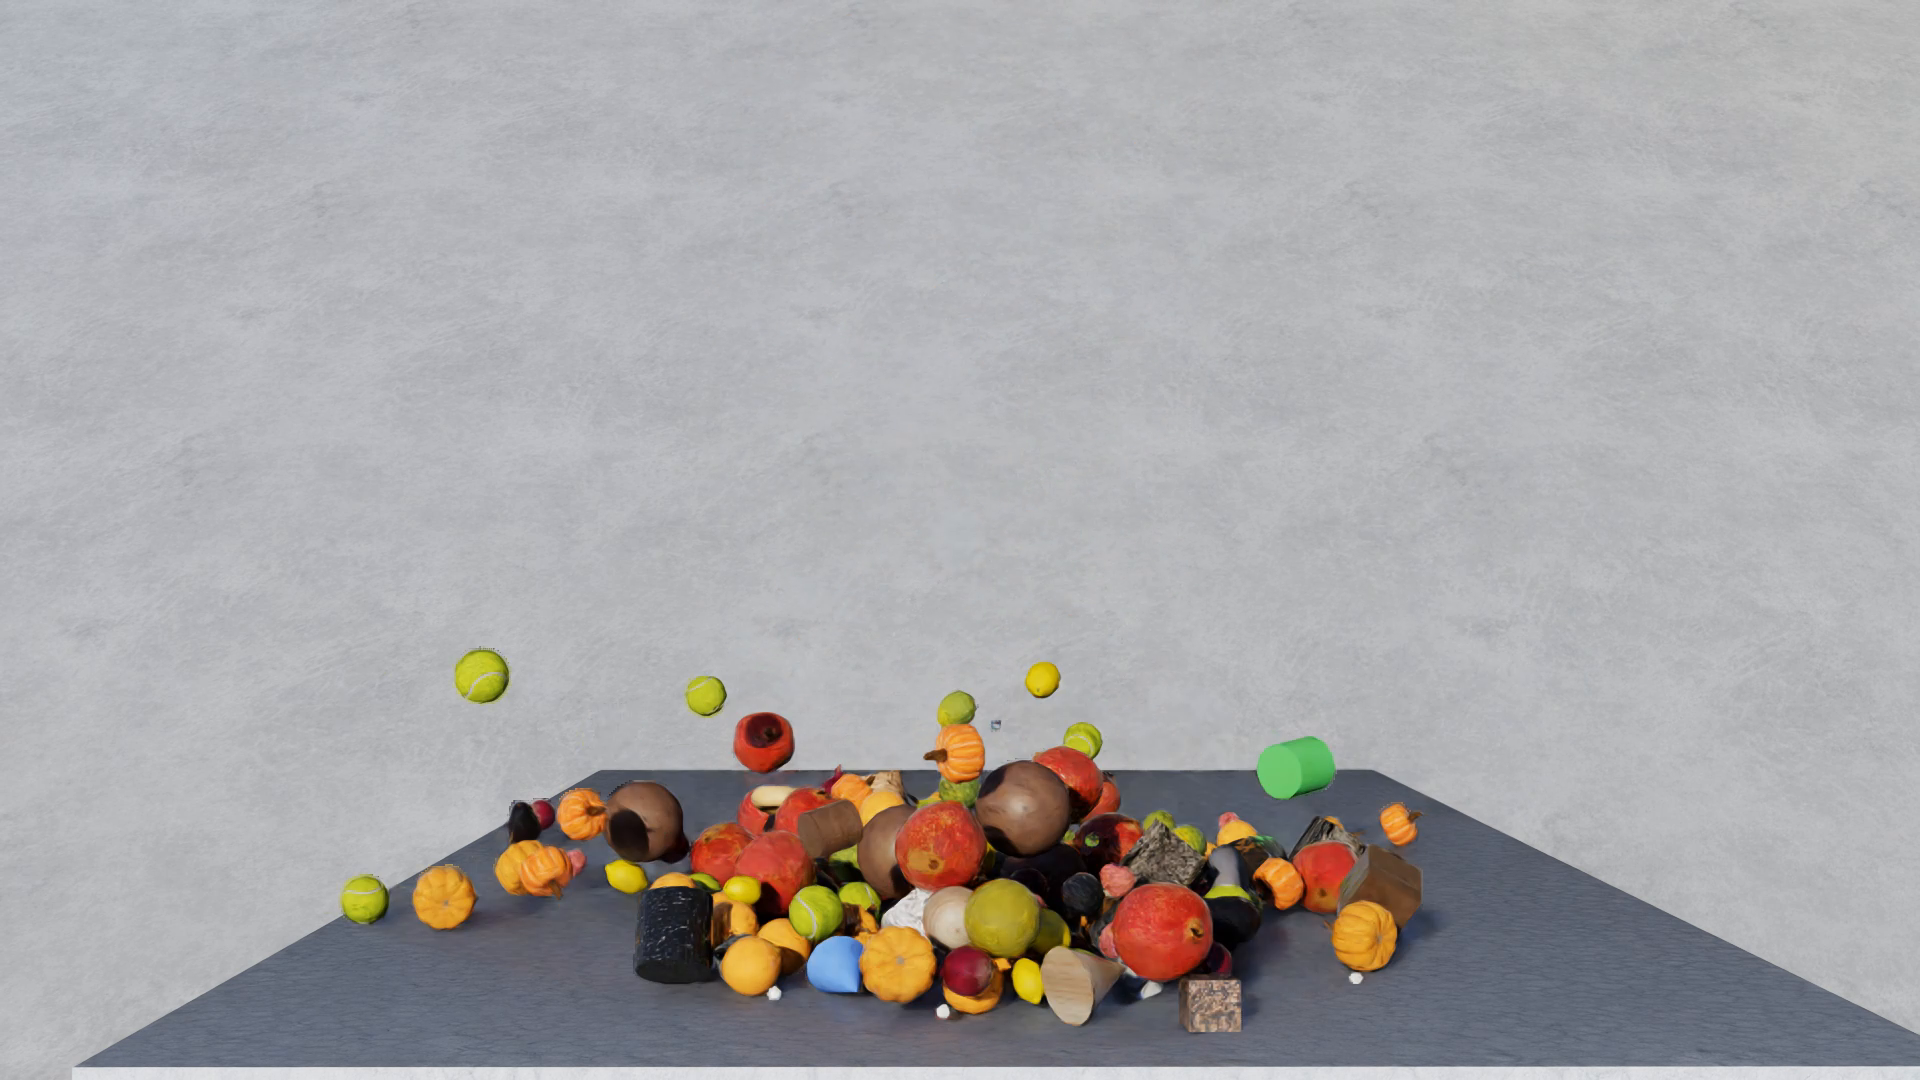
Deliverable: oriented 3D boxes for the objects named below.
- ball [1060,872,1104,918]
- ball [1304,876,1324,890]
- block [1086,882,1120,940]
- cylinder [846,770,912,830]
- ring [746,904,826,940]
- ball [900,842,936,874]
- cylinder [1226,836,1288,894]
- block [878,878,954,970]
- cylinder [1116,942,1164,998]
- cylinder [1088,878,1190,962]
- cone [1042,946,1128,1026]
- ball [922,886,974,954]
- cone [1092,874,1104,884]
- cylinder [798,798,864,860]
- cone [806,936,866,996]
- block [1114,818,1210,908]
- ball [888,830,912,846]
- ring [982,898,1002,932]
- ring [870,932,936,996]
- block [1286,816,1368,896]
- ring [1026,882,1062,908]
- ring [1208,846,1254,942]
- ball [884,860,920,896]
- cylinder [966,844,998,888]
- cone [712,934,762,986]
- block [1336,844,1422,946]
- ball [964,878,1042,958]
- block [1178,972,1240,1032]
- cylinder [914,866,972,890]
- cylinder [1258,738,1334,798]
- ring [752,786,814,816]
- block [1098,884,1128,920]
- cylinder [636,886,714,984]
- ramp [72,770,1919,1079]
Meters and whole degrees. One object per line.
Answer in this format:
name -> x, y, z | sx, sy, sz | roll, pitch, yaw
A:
ball -> 0.156, 0.453, 3.306 | 0.056, 0.056, 0.056 | 0, 32, 0
ball -> 0.592, 0.532, 4.207 | 0.070, 0.070, 0.070 | 0, 32, 0
block -> 0.228, 0.524, 3.647 | 0.073, 0.073, 0.073 | 0, -1, 30
cylinder -> -0.138, 0.452, 4.434 | 0.094, 0.094, 0.094 | -12, -11, -2
ring -> -0.246, 0.539, 3.656 | 0.114, 0.038, 0.114 | -6, -1, 0
ball -> -0.074, 0.533, 4.285 | 0.070, 0.070, 0.070 | 0, 32, 0
cylinder -> 0.469, 0.521, 4.151 | 0.090, 0.090, 0.090 | 16, 4, 24
block -> -0.046, 0.491, 3.248 | 0.077, 0.077, 0.077 | -36, 66, -27
cylinder -> 0.220, 0.524, 3.159 | 0.051, 0.051, 0.051 | -10, 15, 3
cylinder -> 0.225, 0.489, 3.250 | 0.090, 0.090, 0.090 | -47, 36, 8
cone -> 0.158, 0.500, 2.973 | 0.092, 0.092, 0.092 | -11, 32, -35
ball -> -0.006, 0.455, 3.109 | 0.081, 0.081, 0.081 | 0, 32, 0
cone -> 0.214, 0.548, 3.990 | 0.053, 0.053, 0.053 | -17, 26, -26
cylinder -> -0.155, 0.344, 3.087 | 0.057, 0.057, 0.057 | -19, 37, -30
cone -> -0.136, 0.530, 3.132 | 0.078, 0.078, 0.078 | -13, 19, -20
block -> 0.267, 0.437, 3.424 | 0.089, 0.089, 0.089 | 39, 82, 15
ball -> -0.112, 0.544, 4.636 | 0.055, 0.055, 0.055 | 0, 32, 0
ring -> -0.007, 0.540, 3.730 | 0.137, 0.046, 0.137 | 1, -2, 0
ring -> -0.068, 0.512, 3.132 | 0.083, 0.028, 0.083 | 11, 46, -12
block -> 0.587, 0.503, 4.105 | 0.089, 0.089, 0.089 | 34, -5, -8
ring -> 0.124, 0.550, 4.007 | 0.089, 0.030, 0.089 | -3, 4, 0
ring -> 0.368, 0.480, 3.522 | 0.044, 0.133, 0.133 | -10, 30, 12
ball -> -0.093, 0.537, 4.118 | 0.058, 0.058, 0.058 | 0, 32, 0
cylinder -> 0.035, 0.527, 4.198 | 0.051, 0.051, 0.051 | 0, 34, 0
cone -> -0.290, 0.515, 3.211 | 0.066, 0.066, 0.066 | 22, -6, 31
block -> 0.566, 0.478, 3.494 | 0.081, 0.081, 0.081 | 29, 26, -3
ball -> 0.051, 0.445, 3.043 | 0.094, 0.094, 0.094 | 0, 32, 0
block -> 0.282, 0.524, 2.935 | 0.058, 0.058, 0.058 | 0, -2, -8
cylinder -> -0.024, 0.480, 3.408 | 0.079, 0.079, 0.079 | 1, 16, 1
cylinder -> 0.580, 0.393, 4.478 | 0.095, 0.095, 0.095 | -4, 26, -45
ring -> -0.285, 0.419, 4.153 | 0.101, 0.101, 0.034 | 5, 72, 7
block -> 0.232, 0.518, 3.557 | 0.081, 0.081, 0.081 | -2, -2, 6
cylinder -> -0.355, 0.493, 3.232 | 0.094, 0.094, 0.094 | -1, 61, -1
ramp -> 0.071, 0.623, 4.709 | 2.000, 0.100, 4.000 | 0, -1, 0
